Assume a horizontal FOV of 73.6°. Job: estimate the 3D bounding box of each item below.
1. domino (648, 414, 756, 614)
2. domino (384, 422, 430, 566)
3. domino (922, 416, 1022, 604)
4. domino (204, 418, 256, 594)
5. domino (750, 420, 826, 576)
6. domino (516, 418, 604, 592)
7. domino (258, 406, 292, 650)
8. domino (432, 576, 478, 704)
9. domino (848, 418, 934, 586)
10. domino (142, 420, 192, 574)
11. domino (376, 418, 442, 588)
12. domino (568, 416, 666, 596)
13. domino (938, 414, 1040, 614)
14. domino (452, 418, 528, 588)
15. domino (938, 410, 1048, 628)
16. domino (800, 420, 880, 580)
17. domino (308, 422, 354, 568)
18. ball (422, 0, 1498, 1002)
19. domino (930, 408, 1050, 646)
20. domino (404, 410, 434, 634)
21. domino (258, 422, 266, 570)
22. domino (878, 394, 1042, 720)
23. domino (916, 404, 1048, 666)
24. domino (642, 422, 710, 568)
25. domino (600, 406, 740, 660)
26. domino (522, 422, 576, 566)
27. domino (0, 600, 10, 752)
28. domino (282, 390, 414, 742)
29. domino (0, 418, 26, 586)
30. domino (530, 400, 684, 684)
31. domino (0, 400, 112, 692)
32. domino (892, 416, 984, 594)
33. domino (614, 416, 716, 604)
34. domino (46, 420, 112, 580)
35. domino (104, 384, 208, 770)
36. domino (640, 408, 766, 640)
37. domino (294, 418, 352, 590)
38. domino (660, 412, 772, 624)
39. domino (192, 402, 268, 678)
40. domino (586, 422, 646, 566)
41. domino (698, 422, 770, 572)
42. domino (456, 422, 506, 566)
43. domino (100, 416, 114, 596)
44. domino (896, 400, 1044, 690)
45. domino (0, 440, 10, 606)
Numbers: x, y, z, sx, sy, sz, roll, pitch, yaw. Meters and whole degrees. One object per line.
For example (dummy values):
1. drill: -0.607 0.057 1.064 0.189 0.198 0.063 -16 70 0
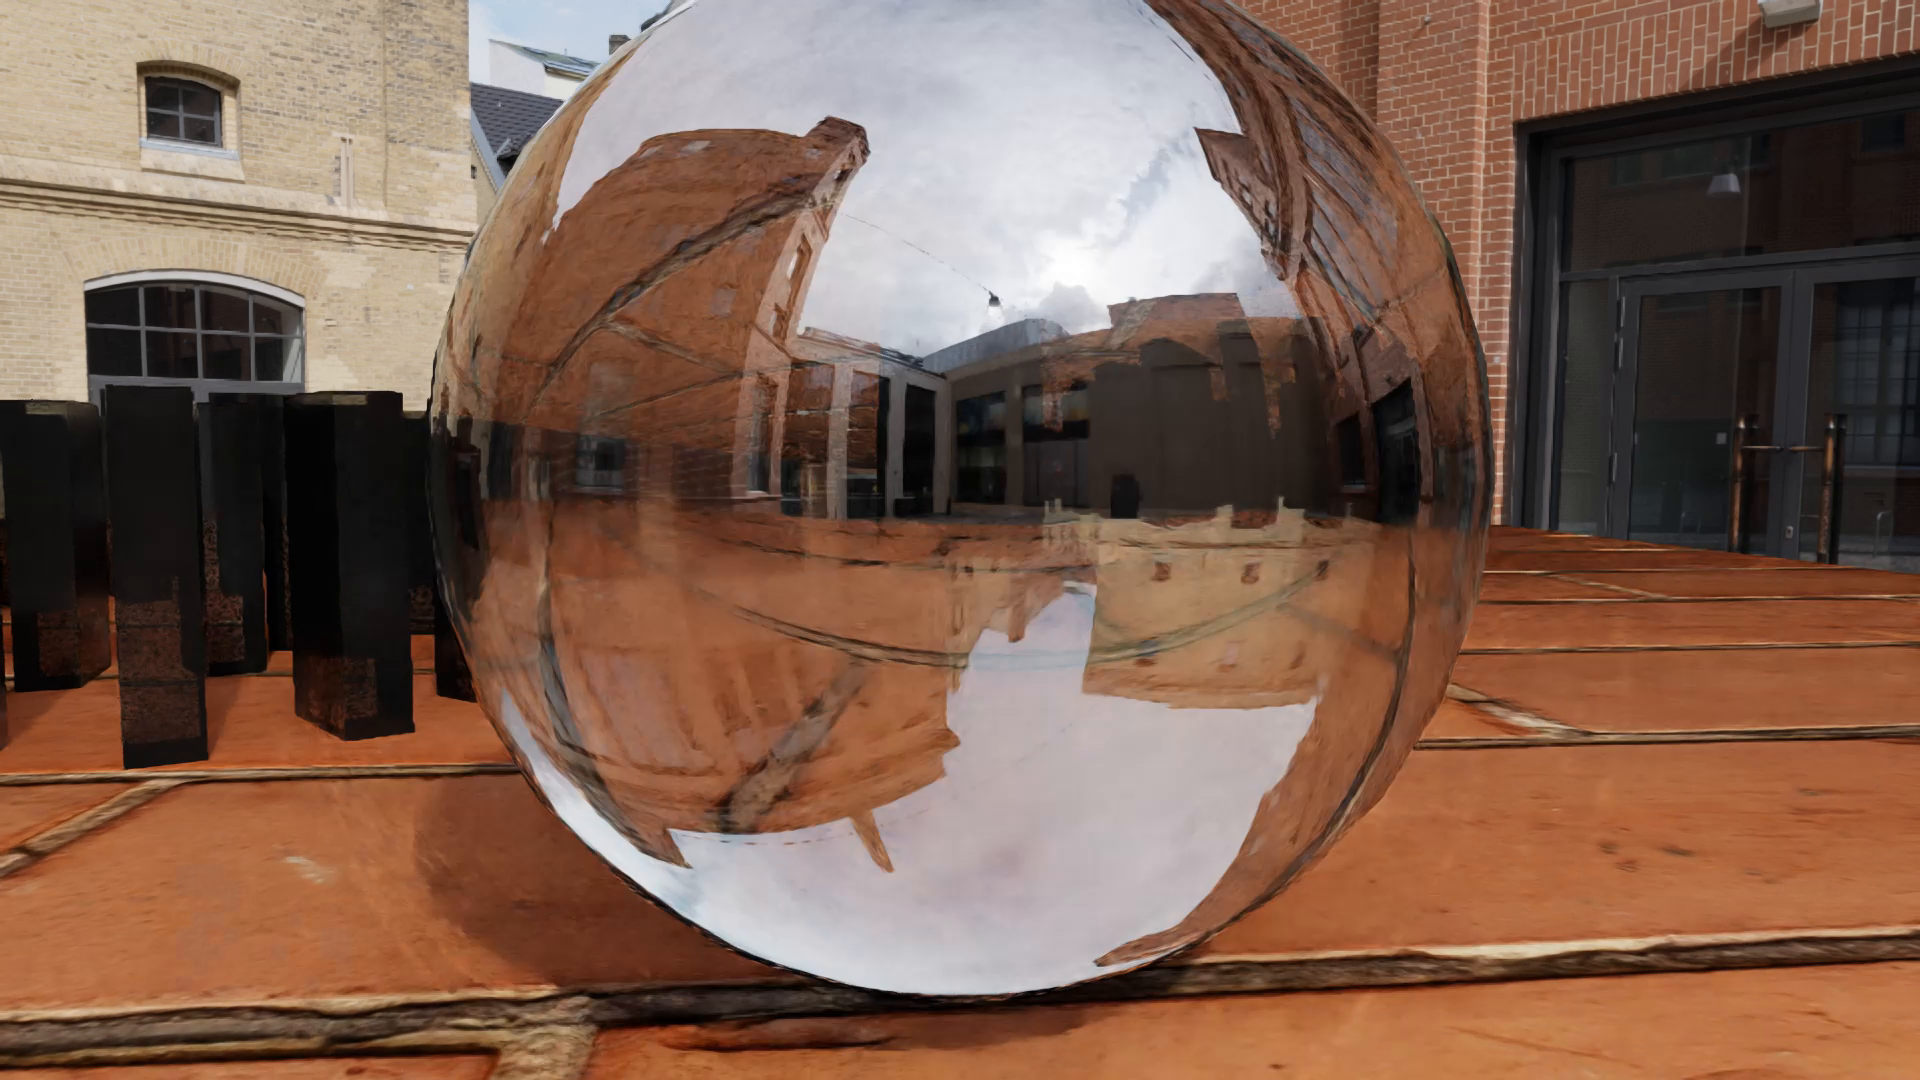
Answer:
1. domino: -0.066 -0.007 0.330 0.025 0.050 0.009 -2 5 -28
2. domino: -0.197 -0.017 0.457 0.010 0.050 0.025 -1 4 -12
3. domino: 0.003 -0.009 0.348 0.025 0.050 0.009 -1 4 -15
4. domino: -0.214 -0.011 0.376 0.009 0.050 0.025 -3 5 -33
5. domino: -0.057 -0.014 0.425 0.010 0.050 0.025 3 5 37
6. domino: -0.119 -0.011 0.381 0.010 0.050 0.025 2 5 27
7. domino: -0.130 -0.002 0.265 0.025 0.050 0.009 1 4 10
8. domino: -0.076 0.002 0.212 0.025 0.050 0.009 3 5 36
9. domino: -0.021 -0.012 0.391 0.025 0.050 0.010 -4 6 -40
10. domino: -0.264 -0.015 0.428 0.010 0.050 0.025 -3 5 -38
11. domino: -0.167 -0.012 0.390 0.009 0.050 0.025 0 4 -4
12. domino: -0.098 -0.010 0.368 0.009 0.050 0.025 4 6 39
13. domino: 0.007 -0.007 0.324 0.025 0.050 0.010 0 4 -5
14. domino: -0.142 -0.012 0.389 0.009 0.050 0.025 1 4 8
15. domino: 0.008 -0.005 0.299 0.025 0.050 0.009 0 4 1
16. domino: -0.038 -0.013 0.409 0.010 0.050 0.025 4 6 43
17. domino: -0.220 -0.016 0.450 0.010 0.050 0.025 -1 5 -19
18. ball: 0.000 -0.005 0.103 0.080 0.080 0.080 0 4 0
19. domino: 0.007 -0.003 0.275 0.025 0.050 0.010 0 4 4
20. domino: -0.128 -0.004 0.290 0.025 0.050 0.009 0 4 1
21. domino: -0.243 -0.015 0.441 0.010 0.050 0.025 -2 5 -26
22. domino: 0.000 0.002 0.201 0.025 0.050 0.009 0 4 0
23. domino: 0.004 -0.001 0.250 0.025 0.050 0.009 0 4 6
24. domino: -0.099 -0.016 0.450 0.010 0.050 0.025 2 5 24
25. domino: -0.058 -0.002 0.258 0.025 0.050 0.009 1 4 9
26. domino: -0.147 -0.017 0.462 0.009 0.050 0.025 0 4 2
27. domino: -0.134 0.005 0.167 0.010 0.050 0.025 -2 5 -25
28. domino: -0.093 0.003 0.194 0.010 0.050 0.025 -4 6 -42
29. domino: -0.297 -0.012 0.391 0.025 0.050 0.010 3 5 33
30. domino: -0.064 0.000 0.234 0.025 0.050 0.009 2 5 20
31. domino: -0.162 0.000 0.231 0.010 0.050 0.025 -2 5 -23
32. domino: -0.007 -0.010 0.371 0.025 0.050 0.010 -3 5 -30
33. domino: -0.080 -0.009 0.350 0.025 0.050 0.010 -4 6 -41
34. domino: -0.282 -0.013 0.411 0.025 0.050 0.010 4 6 41
35. domino: -0.112 0.004 0.179 0.010 0.050 0.025 -3 5 -34
36. domino: -0.056 -0.004 0.282 0.025 0.050 0.009 0 4 0
37. domino: -0.191 -0.011 0.385 0.009 0.050 0.025 -1 4 -15
38. domino: -0.058 -0.005 0.307 0.025 0.050 0.010 -1 4 -11
39. domino: -0.142 -0.001 0.245 0.010 0.050 0.025 -4 6 -42
40. domino: -0.123 -0.017 0.458 0.010 0.050 0.025 1 4 13
41. domino: -0.077 -0.015 0.439 0.010 0.050 0.025 3 5 31
42. domino: -0.172 -0.017 0.461 0.009 0.050 0.025 0 4 -6
43. domino: -0.232 -0.009 0.359 0.025 0.050 0.009 3 6 39
44. domino: 0.002 0.001 0.225 0.025 0.050 0.010 0 4 6
45. domino: -0.245 -0.008 0.338 0.025 0.050 0.010 2 5 27
